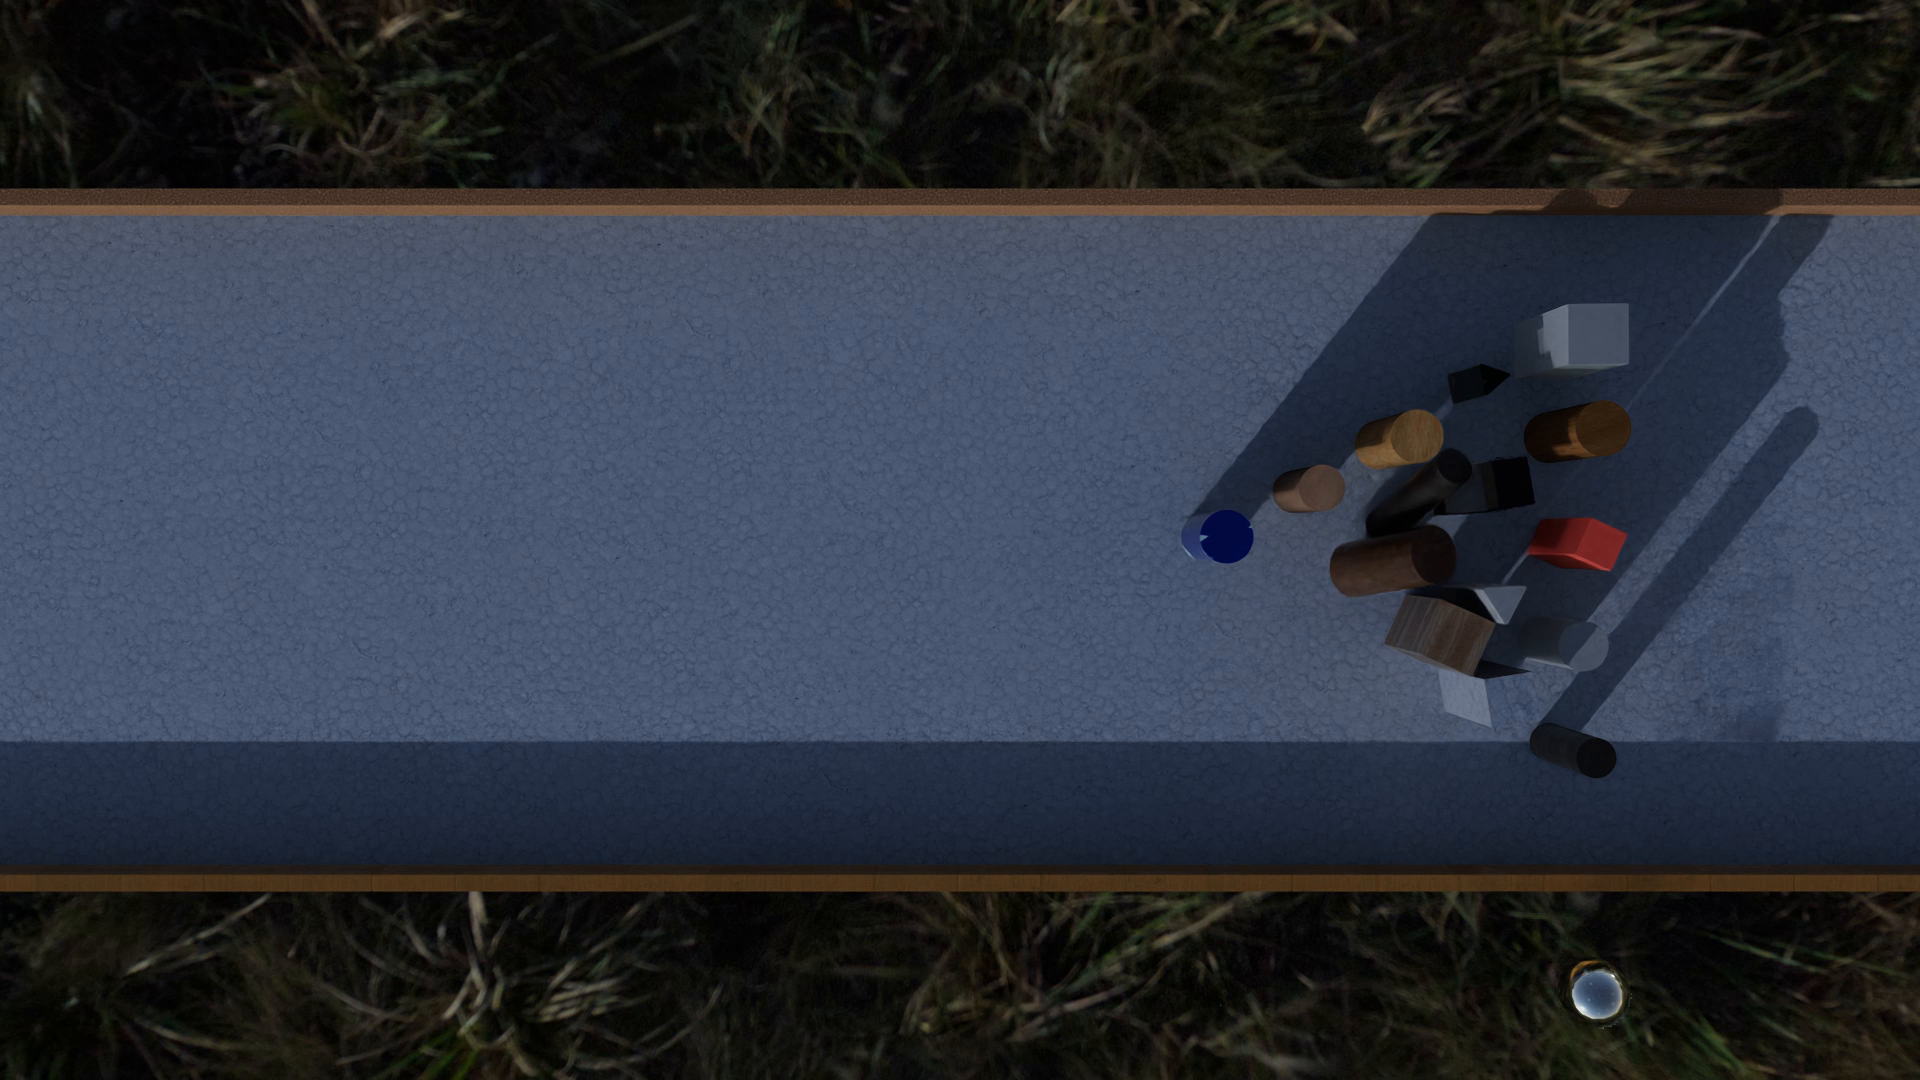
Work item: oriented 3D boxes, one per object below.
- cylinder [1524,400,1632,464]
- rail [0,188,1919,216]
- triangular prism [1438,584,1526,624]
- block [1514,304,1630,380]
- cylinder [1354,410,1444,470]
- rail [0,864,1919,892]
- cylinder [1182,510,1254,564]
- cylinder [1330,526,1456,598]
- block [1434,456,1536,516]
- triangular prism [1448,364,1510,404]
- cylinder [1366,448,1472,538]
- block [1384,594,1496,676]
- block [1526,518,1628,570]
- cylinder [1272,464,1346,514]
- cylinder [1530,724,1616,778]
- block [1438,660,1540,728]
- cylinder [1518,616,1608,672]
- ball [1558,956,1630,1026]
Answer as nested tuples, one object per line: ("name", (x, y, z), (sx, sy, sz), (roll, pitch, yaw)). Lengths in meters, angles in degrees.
("cylinder", (1.814, -0.315, 4.862), (0.157, 0.429, 0.157), (0, 90, 0))
("rail", (-2.247, -1.025, 5.002), (12.000, 0.150, 0.050), (0, 90, 0))
("triangular prism", (1.542, 0.161, 4.847), (0.104, 0.458, 0.120), (-32, 90, 0))
("block", (1.791, -0.578, 4.851), (0.170, 0.451, 0.170), (-1, 90, 0))
("cylinder", (1.291, -0.293, 4.867), (0.152, 0.419, 0.152), (0, 90, 0))
("rail", (-2.247, 1.025, 5.001), (12.000, 0.150, 0.050), (0, 90, 0))
("cylinder", (0.756, -0.009, 4.875), (0.152, 0.403, 0.152), (0, 90, 0))
("cylinder", (1.276, 0.067, 4.879), (0.170, 0.358, 0.170), (5, 80, -27))
("block", (1.527, -0.156, 4.854), (0.138, 0.439, 0.138), (-10, 90, -3))
("triangular prism", (1.528, -0.478, 4.919), (0.092, 0.315, 0.079), (-41, 90, 0))
("cylinder", (1.348, -0.123, 4.865), (0.111, 0.422, 0.111), (7, 64, -14))
("block", (1.414, 0.279, 4.883), (0.168, 0.387, 0.168), (24, 90, 0))
("block", (1.818, 0.011, 4.877), (0.114, 0.400, 0.114), (24, 90, 0))
("cylinder", (1.028, -0.148, 4.879), (0.132, 0.394, 0.132), (0, 90, 0))
("cylinder", (1.811, 0.621, 4.885), (0.115, 0.383, 0.115), (0, 90, 0))
("block", (1.550, 0.448, 4.852), (0.138, 0.448, 0.138), (-9, 90, 0))
("cylinder", (1.791, 0.305, 4.907), (0.145, 0.338, 0.145), (0, 90, 0))
("ball", (1.861, 1.327, 4.850), (0.197, 0.197, 0.197), (0, 90, 0))
